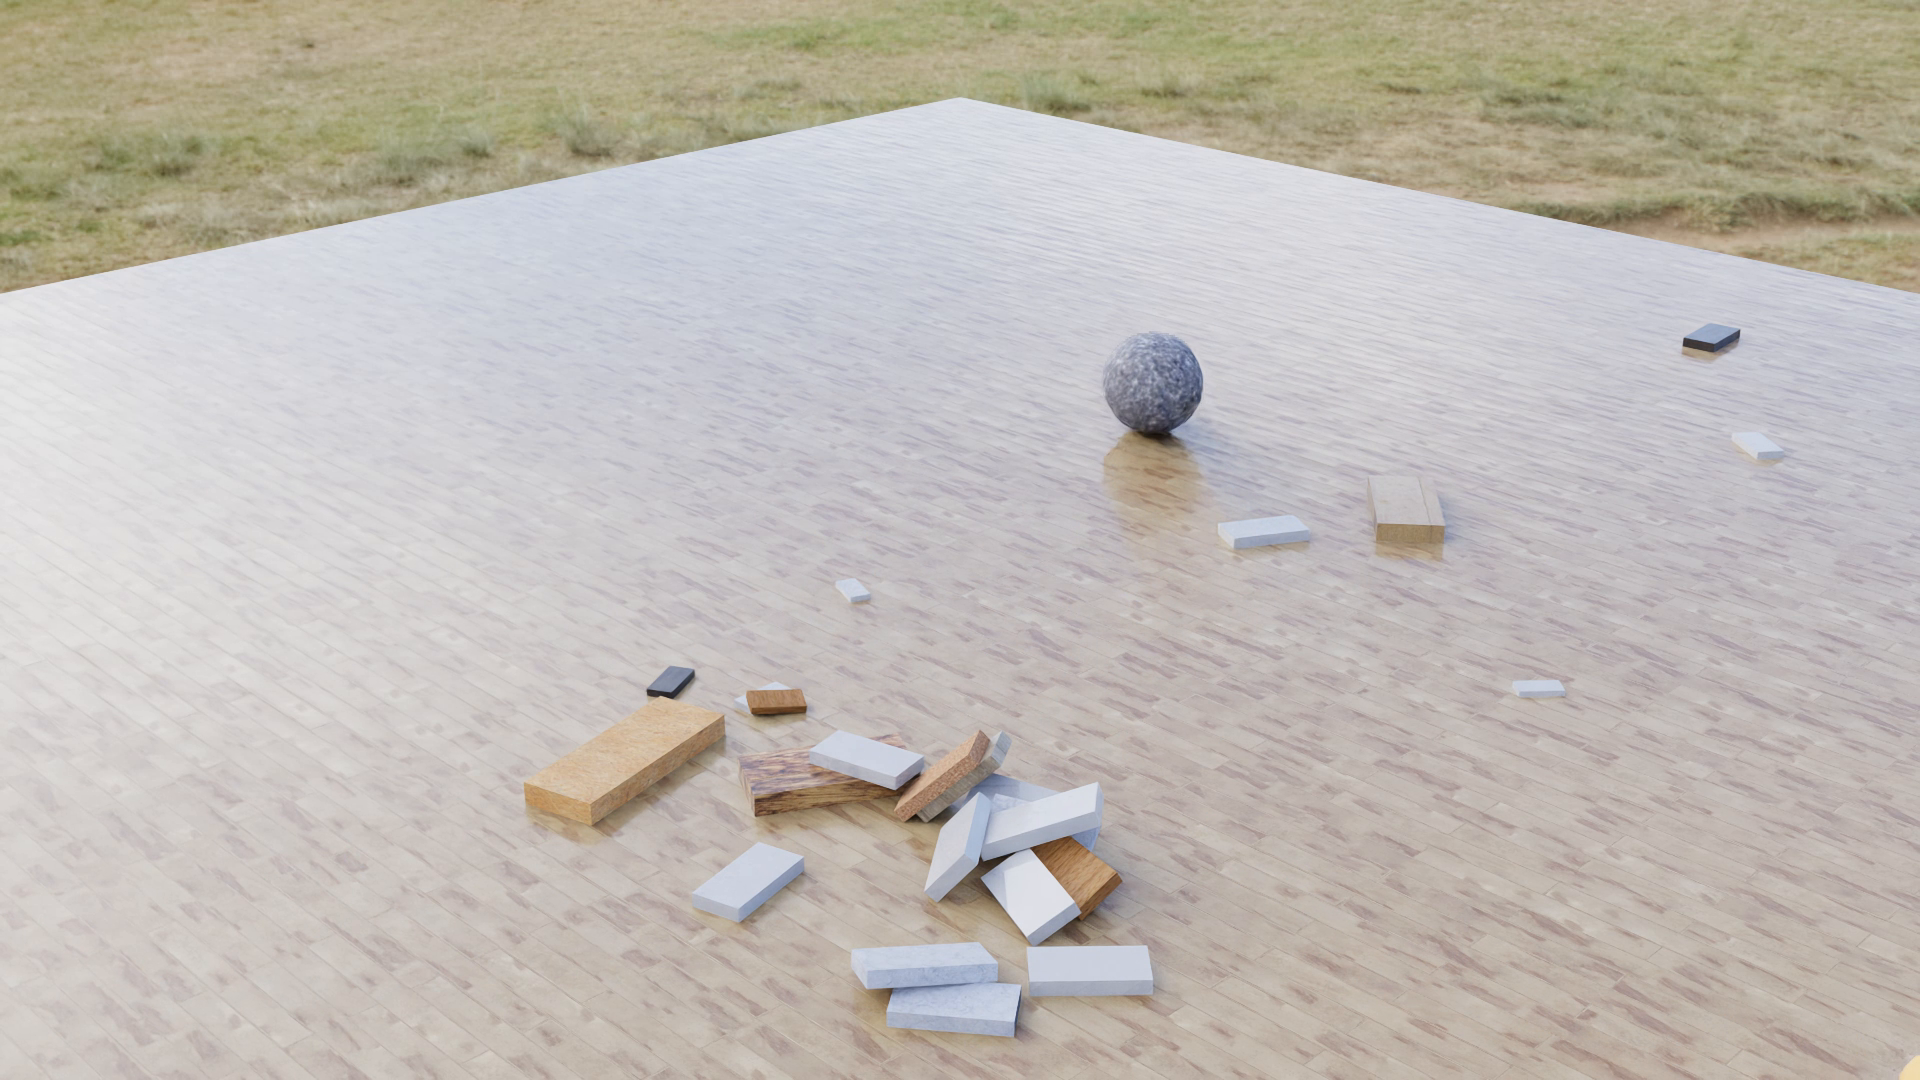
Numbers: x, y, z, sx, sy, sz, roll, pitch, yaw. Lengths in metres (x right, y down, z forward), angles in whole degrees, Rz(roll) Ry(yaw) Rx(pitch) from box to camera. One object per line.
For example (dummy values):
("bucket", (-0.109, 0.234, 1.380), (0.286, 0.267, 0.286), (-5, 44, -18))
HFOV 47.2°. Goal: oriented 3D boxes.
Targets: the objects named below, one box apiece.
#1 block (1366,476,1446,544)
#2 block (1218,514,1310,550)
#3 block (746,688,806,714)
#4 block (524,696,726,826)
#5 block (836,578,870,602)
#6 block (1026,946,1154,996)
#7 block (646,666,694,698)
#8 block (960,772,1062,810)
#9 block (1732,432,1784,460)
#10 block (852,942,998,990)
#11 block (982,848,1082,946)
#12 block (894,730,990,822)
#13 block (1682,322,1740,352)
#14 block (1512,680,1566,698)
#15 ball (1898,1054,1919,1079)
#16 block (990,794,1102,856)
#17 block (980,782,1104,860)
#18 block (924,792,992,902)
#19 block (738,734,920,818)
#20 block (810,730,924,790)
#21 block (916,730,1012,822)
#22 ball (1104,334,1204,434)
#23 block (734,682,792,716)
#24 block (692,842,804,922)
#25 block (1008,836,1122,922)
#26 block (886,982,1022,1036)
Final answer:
("block", (1.193, -0.085, 5.899), (0.174, 0.049, 0.347), (2, 23, 5))
("block", (0.797, -0.022, 5.773), (0.213, 0.030, 0.107), (-7, 24, -15))
("block", (-0.406, 0.357, 4.863), (0.124, 0.018, 0.062), (0, 34, -18))
("block", (-0.698, 0.458, 4.620), (0.174, 0.049, 0.449), (13, 26, 28))
("block", (-0.265, 0.124, 5.449), (0.052, 0.015, 0.104), (-10, 25, -22))
("block", (0.230, 0.767, 3.915), (0.217, 0.031, 0.108), (-1, 23, -1))
("block", (-0.654, 0.322, 4.979), (0.062, 0.018, 0.124), (7, 24, 16))
("block", (0.119, 0.537, 4.375), (0.220, 0.031, 0.110), (13, 58, 25))
("block", (2.313, -0.274, 6.379), (0.080, 0.023, 0.160), (-3, 23, -7))
("block", (-0.063, 0.750, 3.881), (0.236, 0.033, 0.118), (0, 8, -16))
("block", (0.131, 0.662, 4.100), (0.108, 0.031, 0.217), (-35, 31, -7))
("block", (-0.036, 0.474, 4.423), (0.215, 0.030, 0.108), (-40, 9, 25))
("block", (2.498, -0.673, 7.308), (0.107, 0.030, 0.213), (18, 29, 37))
("block", (1.303, 0.335, 4.953), (0.104, 0.015, 0.052), (-1, 23, -2))
("ball", (1.564, 0.884, 3.474), (0.159, 0.159, 0.159), (0, 23, 0))
("block", (0.154, 0.574, 4.295), (0.221, 0.031, 0.110), (11, 60, 24))
("block", (0.156, 0.540, 4.220), (0.240, 0.033, 0.118), (-19, 18, 14))
("block", (-0.003, 0.589, 4.231), (0.033, 0.118, 0.236), (40, 22, -9))
("block", (-0.273, 0.485, 4.555), (0.347, 0.049, 0.174), (-7, 24, -15))
("block", (-0.192, 0.452, 4.531), (0.213, 0.030, 0.107), (14, 27, 29))
("block", (0.008, 0.476, 4.419), (0.215, 0.030, 0.108), (-40, 9, 25))
("ball", (0.569, -0.459, 6.468), (0.293, 0.293, 0.293), (0, 23, 0))
("block", (-0.436, 0.353, 4.906), (0.062, 0.018, 0.124), (21, 30, 40))
("block", (-0.402, 0.650, 4.189), (0.108, 0.030, 0.215), (13, 26, 28))
("block", (0.198, 0.625, 4.172), (0.108, 0.031, 0.217), (-42, 40, -13))
("block", (-0.009, 0.808, 3.817), (0.221, 0.031, 0.110), (3, 23, 7))
